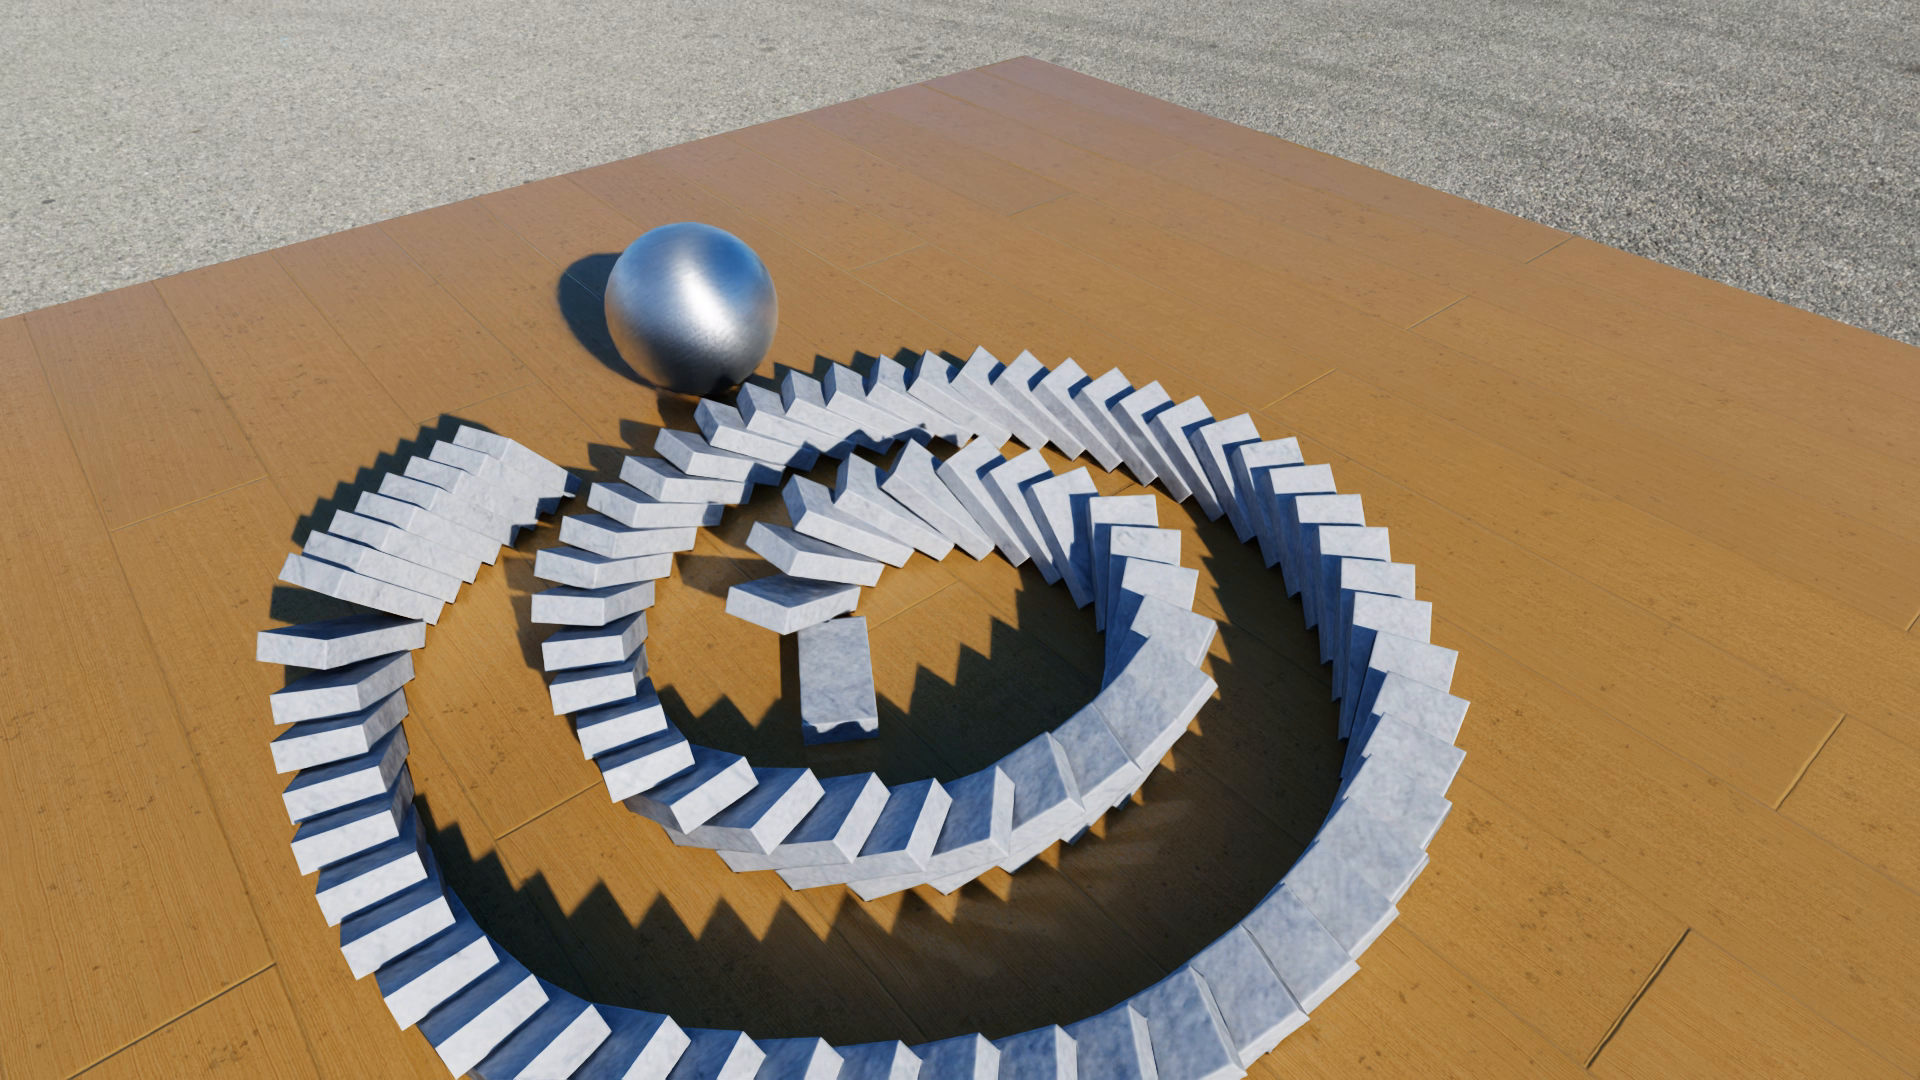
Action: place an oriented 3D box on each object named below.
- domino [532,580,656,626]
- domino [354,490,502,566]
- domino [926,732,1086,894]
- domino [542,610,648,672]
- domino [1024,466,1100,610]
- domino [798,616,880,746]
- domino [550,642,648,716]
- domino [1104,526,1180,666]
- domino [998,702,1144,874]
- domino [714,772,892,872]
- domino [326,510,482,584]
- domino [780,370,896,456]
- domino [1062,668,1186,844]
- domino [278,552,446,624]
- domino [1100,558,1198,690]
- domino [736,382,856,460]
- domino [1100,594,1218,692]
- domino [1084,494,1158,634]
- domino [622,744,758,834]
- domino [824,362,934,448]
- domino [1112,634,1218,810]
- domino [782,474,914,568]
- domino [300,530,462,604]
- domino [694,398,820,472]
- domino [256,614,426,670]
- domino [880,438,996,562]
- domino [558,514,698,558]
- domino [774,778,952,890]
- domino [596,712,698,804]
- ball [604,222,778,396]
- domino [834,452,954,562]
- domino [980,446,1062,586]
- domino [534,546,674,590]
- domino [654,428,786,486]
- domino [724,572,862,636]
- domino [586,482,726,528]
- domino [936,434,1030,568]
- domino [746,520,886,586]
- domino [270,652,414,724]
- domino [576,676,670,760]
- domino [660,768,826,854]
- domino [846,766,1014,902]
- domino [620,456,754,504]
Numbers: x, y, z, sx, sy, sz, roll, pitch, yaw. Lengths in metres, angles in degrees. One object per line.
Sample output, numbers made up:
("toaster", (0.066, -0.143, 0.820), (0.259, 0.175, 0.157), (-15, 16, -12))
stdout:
("domino", (-0.131, 0.022, 0.396), (0.025, 0.010, 0.050), (3, 5, 4))
("domino", (-0.202, -0.004, 0.420), (0.025, 0.050, 0.009), (14, 78, 17))
("domino", (0.011, 0.080, 0.324), (0.050, 0.009, 0.025), (-34, 38, 14))
("domino", (-0.125, 0.034, 0.381), (0.025, 0.009, 0.050), (-5, 6, -7))
("domino", (0.047, -0.001, 0.424), (0.025, 0.009, 0.050), (-20, 78, -23))
("domino", (-0.043, 0.048, 0.385), (0.025, 0.010, 0.050), (-5, 40, -7))
("domino", (-0.119, 0.046, 0.368), (0.025, 0.010, 0.050), (-9, 7, -11))
("domino", (0.066, 0.021, 0.396), (0.025, 0.010, 0.050), (4, 75, 4))
("domino", (0.028, 0.075, 0.332), (0.050, 0.009, 0.025), (-39, 44, 6))
("domino", (-0.046, 0.083, 0.322), (0.050, 0.009, 0.025), (-16, 27, 37))
("domino", (-0.206, 0.003, 0.411), (0.025, 0.050, 0.010), (14, 79, 17))
("domino", (-0.055, -0.057, 0.493), (0.050, 0.010, 0.025), (21, 30, -28))
("domino", (0.043, 0.067, 0.341), (0.050, 0.010, 0.025), (-45, 49, 1))
("domino", (-0.212, 0.018, 0.393), (0.025, 0.050, 0.010), (14, 79, 17))
("domino", (0.066, 0.033, 0.382), (0.025, 0.010, 0.050), (10, 76, 12))
("domino", (-0.072, -0.052, 0.486), (0.050, 0.010, 0.025), (17, 28, -34))
("domino", (0.064, 0.046, 0.366), (0.025, 0.009, 0.050), (22, 80, 24))
("domino", (0.062, 0.009, 0.410), (0.025, 0.010, 0.050), (-3, 76, -5))
("domino", (-0.083, 0.074, 0.332), (0.025, 0.009, 0.050), (-32, 14, -32))
("domino", (-0.037, -0.060, 0.497), (0.050, 0.009, 0.025), (22, 32, -26))
("domino", (0.056, 0.058, 0.351), (0.025, 0.009, 0.050), (37, 86, 35))
("domino", (-0.044, -0.007, 0.430), (0.050, 0.010, 0.025), (21, 26, -35))
("domino", (-0.210, 0.010, 0.402), (0.025, 0.050, 0.010), (14, 79, 17))
("domino", (-0.088, -0.045, 0.478), (0.050, 0.010, 0.025), (14, 25, -40))
("domino", (-0.212, 0.034, 0.379), (0.025, 0.010, 0.050), (6, 4, 9))
("domino", (-0.006, -0.016, 0.441), (0.050, 0.010, 0.025), (37, 39, -14))
("domino", (-0.127, -0.003, 0.426), (0.025, 0.010, 0.050), (16, 9, 20))
("domino", (-0.028, 0.085, 0.318), (0.050, 0.009, 0.025), (-19, 29, 33))
("domino", (-0.100, 0.066, 0.342), (0.025, 0.010, 0.050), (-20, 10, -21))
("ball", (-0.126, -0.109, 0.520), (0.080, 0.080, 0.080), (0, 39, 0))
("domino", (-0.026, -0.013, 0.438), (0.050, 0.010, 0.025), (28, 33, -22))
("domino", (0.033, -0.010, 0.434), (0.025, 0.010, 0.050), (-29, 83, -31))
("domino", (-0.132, 0.009, 0.412), (0.025, 0.009, 0.050), (12, 8, 15))
("domino", (-0.101, -0.035, 0.465), (0.025, 0.009, 0.050), (34, 17, 34))
("domino", (-0.060, 0.021, 0.399), (0.025, 0.009, 0.050), (18, 13, 21))
("domino", (-0.121, -0.014, 0.440), (0.025, 0.009, 0.050), (22, 12, 25))
("domino", (0.016, -0.016, 0.441), (0.050, 0.009, 0.025), (50, 52, 1))
("domino", (-0.054, 0.006, 0.414), (0.025, 0.010, 0.050), (31, 11, 32))
("domino", (-0.203, 0.048, 0.365), (0.025, 0.009, 0.050), (-6, 7, -8))
("domino", (-0.110, 0.056, 0.354), (0.025, 0.009, 0.050), (-16, 8, -18))
("domino", (-0.065, 0.079, 0.326), (0.050, 0.009, 0.025), (-11, 24, 45))
("domino", (-0.008, 0.085, 0.318), (0.050, 0.009, 0.025), (-25, 32, 25))
("domino", (-0.112, -0.024, 0.453), (0.025, 0.010, 0.050), (26, 13, 29))
